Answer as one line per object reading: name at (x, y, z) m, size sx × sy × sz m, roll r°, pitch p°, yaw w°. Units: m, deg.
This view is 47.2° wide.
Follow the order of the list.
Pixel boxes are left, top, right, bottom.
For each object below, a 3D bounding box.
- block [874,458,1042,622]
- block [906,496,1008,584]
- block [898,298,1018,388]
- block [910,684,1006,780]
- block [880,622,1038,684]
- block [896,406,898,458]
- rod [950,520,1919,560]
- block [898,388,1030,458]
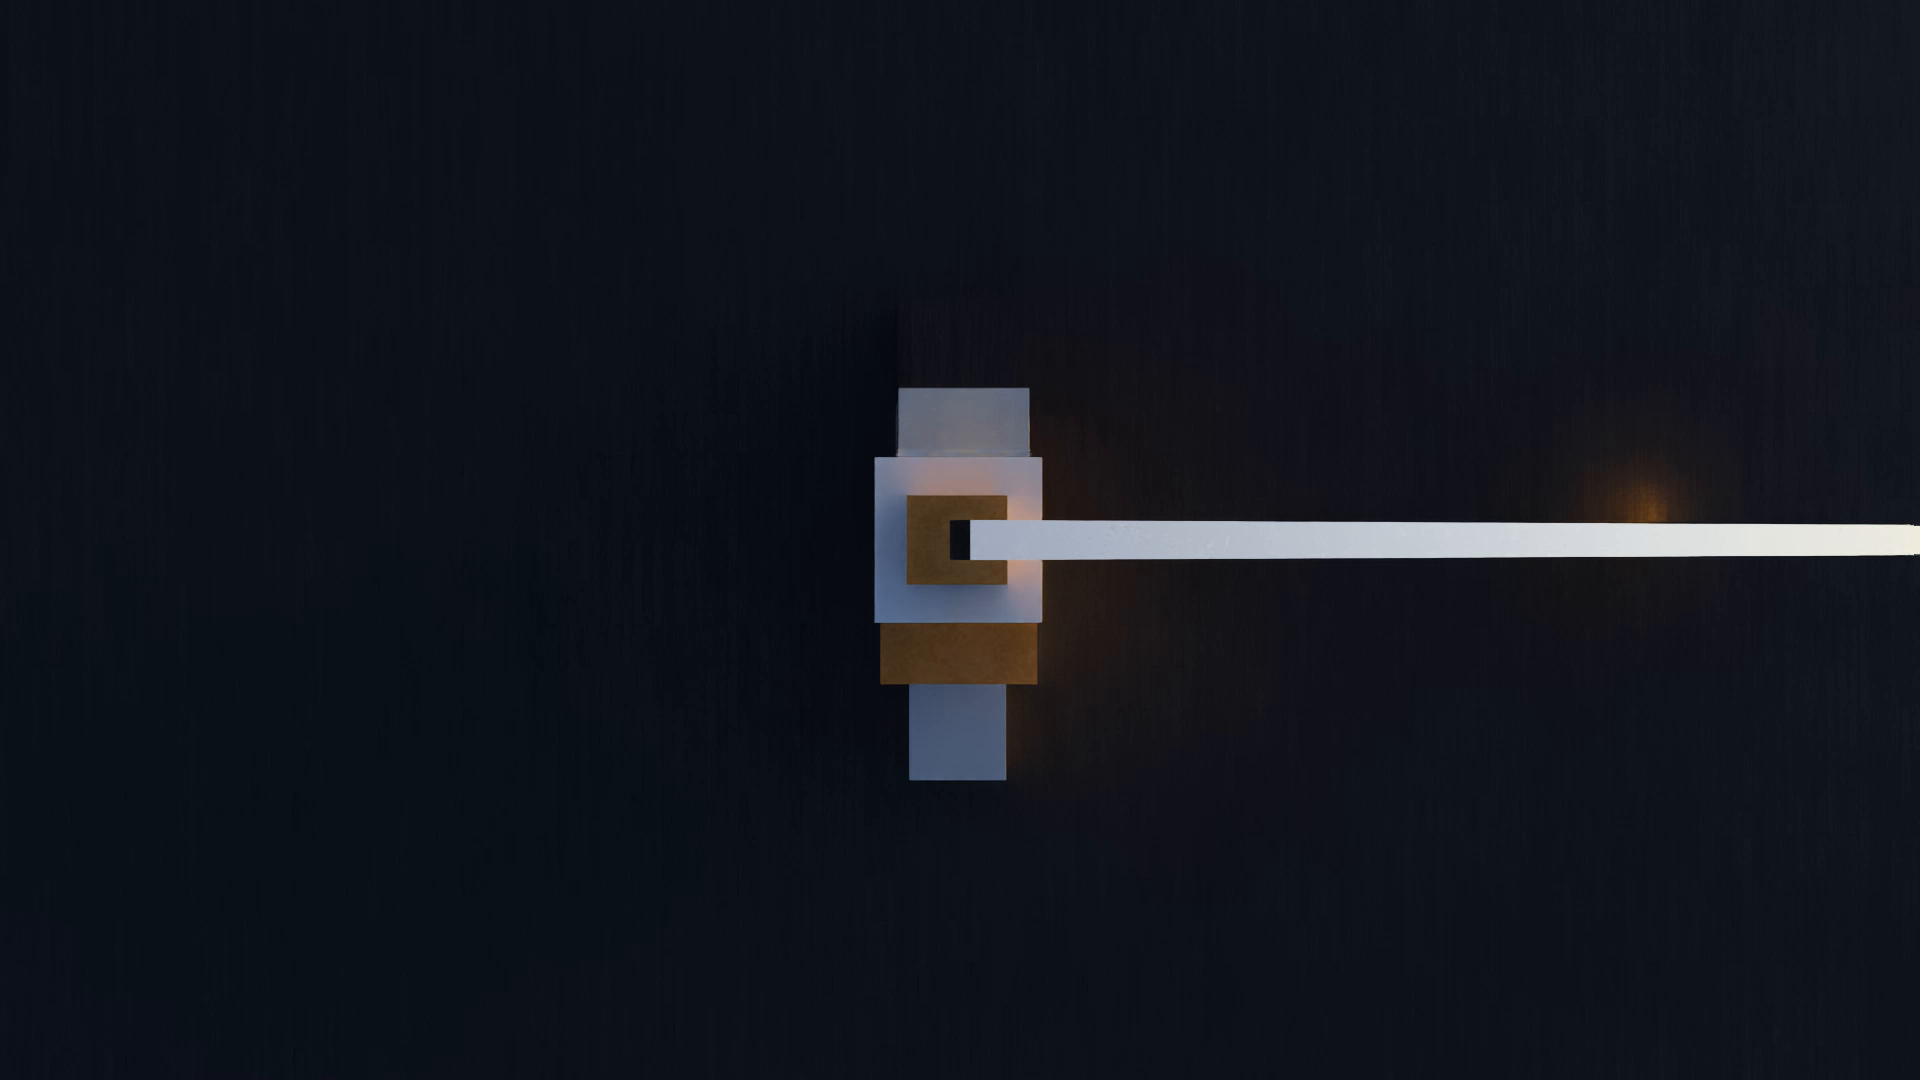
block at (-0.006, 0.000, 9.386) m, size 0.693 × 0.578 × 0.684 m, roll 0°, pitch 90°, yaw 0°
block at (-0.011, 0.000, 8.893) m, size 0.398 × 0.407 × 0.353 m, roll 0°, pitch 90°, yaw 0°
block at (-0.014, -1.030, 12.686) m, size 0.672 × 0.629 × 0.664 m, roll 0°, pitch 90°, yaw 0°
block at (-0.013, 1.075, 12.732) m, size 0.550 × 0.535 × 0.574 m, roll 0°, pitch 90°, yaw 0°
block at (-0.005, 0.343, 11.083) m, size 0.764 × 0.719 × 0.721 m, roll 0°, pitch 90°, yaw 0°
block at (0.009, -0.367, 11.867) m, size 0.696 × 0.654 × 0.658 m, roll 0°, pitch 88°, yaw 0°
rod at (2.234, 0.000, 5.744) m, size 5.200 × 0.080 × 0.080 m, roll 0°, pitch 90°, yaw -31°
block at (0.020, -0.399, 11.181) m, size 0.643 × 0.719 × 0.677 m, roll 0°, pitch 88°, yaw 0°
